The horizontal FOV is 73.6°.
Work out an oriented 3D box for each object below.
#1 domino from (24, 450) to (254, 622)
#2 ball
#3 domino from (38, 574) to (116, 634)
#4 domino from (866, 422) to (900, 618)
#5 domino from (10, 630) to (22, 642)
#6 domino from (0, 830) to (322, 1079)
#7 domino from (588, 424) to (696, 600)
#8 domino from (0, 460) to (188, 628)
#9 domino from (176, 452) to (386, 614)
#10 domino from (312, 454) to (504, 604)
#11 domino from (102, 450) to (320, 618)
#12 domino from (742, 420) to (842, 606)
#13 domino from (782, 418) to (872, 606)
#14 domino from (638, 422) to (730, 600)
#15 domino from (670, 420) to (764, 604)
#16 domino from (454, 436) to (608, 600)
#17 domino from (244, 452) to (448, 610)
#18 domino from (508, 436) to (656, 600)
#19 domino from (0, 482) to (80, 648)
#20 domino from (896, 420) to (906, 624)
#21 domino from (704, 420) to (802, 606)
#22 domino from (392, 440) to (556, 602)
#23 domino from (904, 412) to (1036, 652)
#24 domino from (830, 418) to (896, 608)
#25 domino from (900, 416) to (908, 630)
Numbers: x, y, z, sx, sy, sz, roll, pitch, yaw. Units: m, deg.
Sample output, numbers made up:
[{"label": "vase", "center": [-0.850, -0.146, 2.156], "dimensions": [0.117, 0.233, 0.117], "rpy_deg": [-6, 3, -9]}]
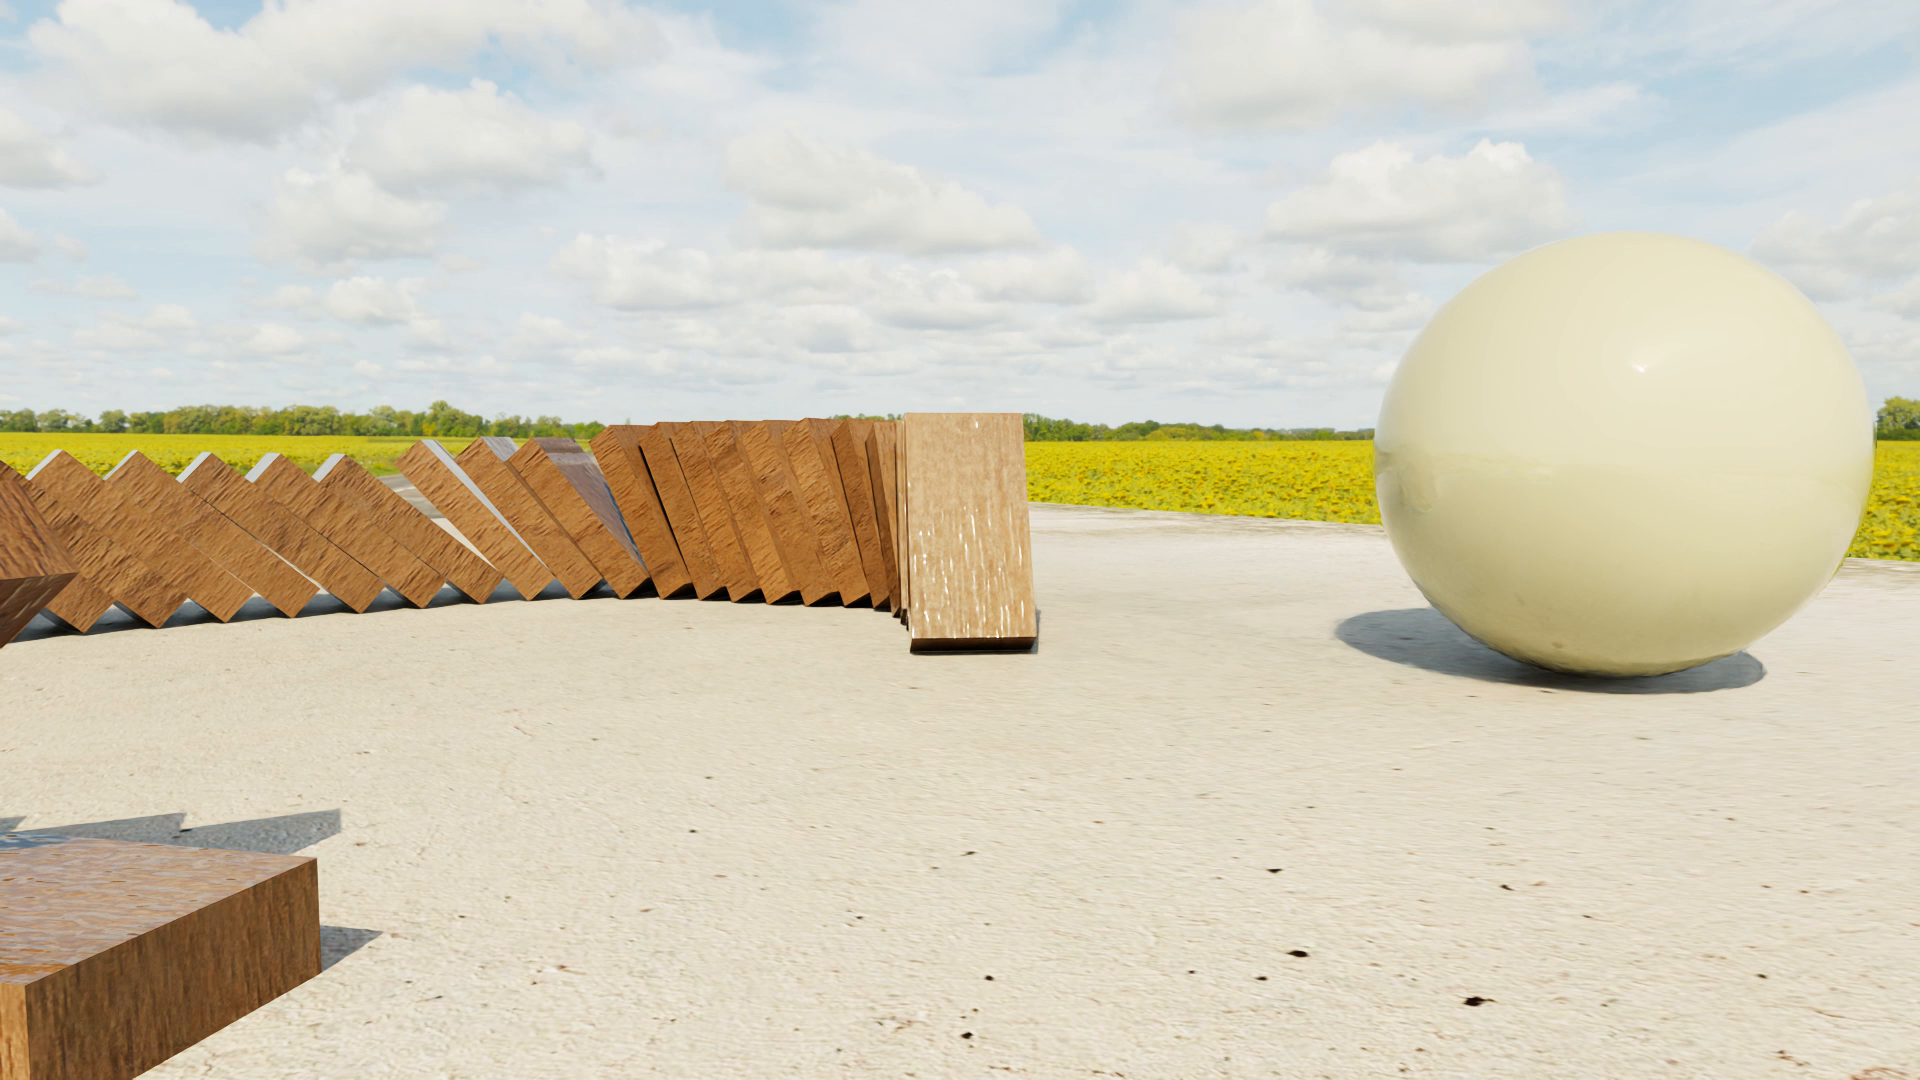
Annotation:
[{"label": "domino", "center": [-0.194, -0.001, 0.303], "dimensions": [0.025, 0.010, 0.050], "rpy_deg": [5, -37, 51]}, {"label": "ball", "center": [0.116, -0.015, 0.232], "dimensions": [0.080, 0.080, 0.080], "rpy_deg": [0, 4, 0]}, {"label": "domino", "center": [-0.214, 0.001, 0.281], "dimensions": [0.025, 0.009, 0.050], "rpy_deg": [2, -39, 43]}, {"label": "domino", "center": [-0.007, -0.006, 0.325], "dimensions": [0.025, 0.050, 0.010], "rpy_deg": [-1, -26, -19]}, {"label": "domino", "center": [-0.221, 0.002, 0.267], "dimensions": [0.025, 0.009, 0.050], "rpy_deg": [2, -39, 35]}, {"label": "domino", "center": [-0.079, 0.031, 0.097], "dimensions": [0.050, 0.010, 0.025], "rpy_deg": [1, 4, 13]}, {"label": "domino", "center": [-0.083, -0.009, 0.363], "dimensions": [0.010, 0.050, 0.025], "rpy_deg": [-32, -11, 26]}, {"label": "domino", "center": [-0.204, 0.000, 0.292], "dimensions": [0.025, 0.010, 0.050], "rpy_deg": [4, -38, 46]}, {"label": "domino", "center": [-0.170, -0.002, 0.321], "dimensions": [0.050, 0.010, 0.025], "rpy_deg": [46, -22, -28]}, {"label": "domino", "center": [-0.147, -0.003, 0.340], "dimensions": [0.050, 0.009, 0.025], "rpy_deg": [44, -19, -27]}, {"label": "domino", "center": [-0.182, -0.001, 0.313], "dimensions": [0.050, 0.009, 0.025], "rpy_deg": [47, -22, -28]}, {"label": "domino", "center": [-0.039, -0.008, 0.348], "dimensions": [0.010, 0.050, 0.025], "rpy_deg": [-30, -13, 33]}, {"label": "domino", "center": [-0.028, -0.008, 0.345], "dimensions": [0.010, 0.050, 0.025], "rpy_deg": [-30, -15, 33]}, {"label": "domino", "center": [-0.070, -0.009, 0.360], "dimensions": [0.010, 0.050, 0.025], "rpy_deg": [-30, -14, 32]}, {"label": "domino", "center": [-0.060, -0.009, 0.355], "dimensions": [0.010, 0.050, 0.025], "rpy_deg": [-30, -13, 32]}, {"label": "domino", "center": [-0.117, -0.007, 0.360], "dimensions": [0.009, 0.050, 0.025], "rpy_deg": [-40, 4, 2]}, {"label": "domino", "center": [-0.158, -0.002, 0.330], "dimensions": [0.050, 0.009, 0.025], "rpy_deg": [46, -21, -28]}, {"label": "domino", "center": [-0.103, -0.007, 0.363], "dimensions": [0.009, 0.050, 0.025], "rpy_deg": [-40, -2, 9]}, {"label": "domino", "center": [-0.097, 0.015, 0.099], "dimensions": [0.050, 0.009, 0.025], "rpy_deg": [-38, -5, 12]}, {"label": "domino", "center": [-0.002, -0.005, 0.312], "dimensions": [0.025, 0.050, 0.010], "rpy_deg": [0, -25, -5]}, {"label": "domino", "center": [-0.050, -0.008, 0.351], "dimensions": [0.010, 0.050, 0.025], "rpy_deg": [-30, -13, 32]}, {"label": "domino", "center": [-0.132, -0.006, 0.354], "dimensions": [0.009, 0.050, 0.025], "rpy_deg": [-43, 12, -7]}, {"label": "domino", "center": [0.001, -0.002, 0.268], "dimensions": [0.025, 0.050, 0.009], "rpy_deg": [0, -22, -5]}, {"label": "domino", "center": [-0.016, -0.007, 0.338], "dimensions": [0.025, 0.050, 0.010], "rpy_deg": [0, -25, -35]}, {"label": "domino", "center": [-0.001, -0.005, 0.300], "dimensions": [0.025, 0.050, 0.010], "rpy_deg": [0, -22, -5]}]
